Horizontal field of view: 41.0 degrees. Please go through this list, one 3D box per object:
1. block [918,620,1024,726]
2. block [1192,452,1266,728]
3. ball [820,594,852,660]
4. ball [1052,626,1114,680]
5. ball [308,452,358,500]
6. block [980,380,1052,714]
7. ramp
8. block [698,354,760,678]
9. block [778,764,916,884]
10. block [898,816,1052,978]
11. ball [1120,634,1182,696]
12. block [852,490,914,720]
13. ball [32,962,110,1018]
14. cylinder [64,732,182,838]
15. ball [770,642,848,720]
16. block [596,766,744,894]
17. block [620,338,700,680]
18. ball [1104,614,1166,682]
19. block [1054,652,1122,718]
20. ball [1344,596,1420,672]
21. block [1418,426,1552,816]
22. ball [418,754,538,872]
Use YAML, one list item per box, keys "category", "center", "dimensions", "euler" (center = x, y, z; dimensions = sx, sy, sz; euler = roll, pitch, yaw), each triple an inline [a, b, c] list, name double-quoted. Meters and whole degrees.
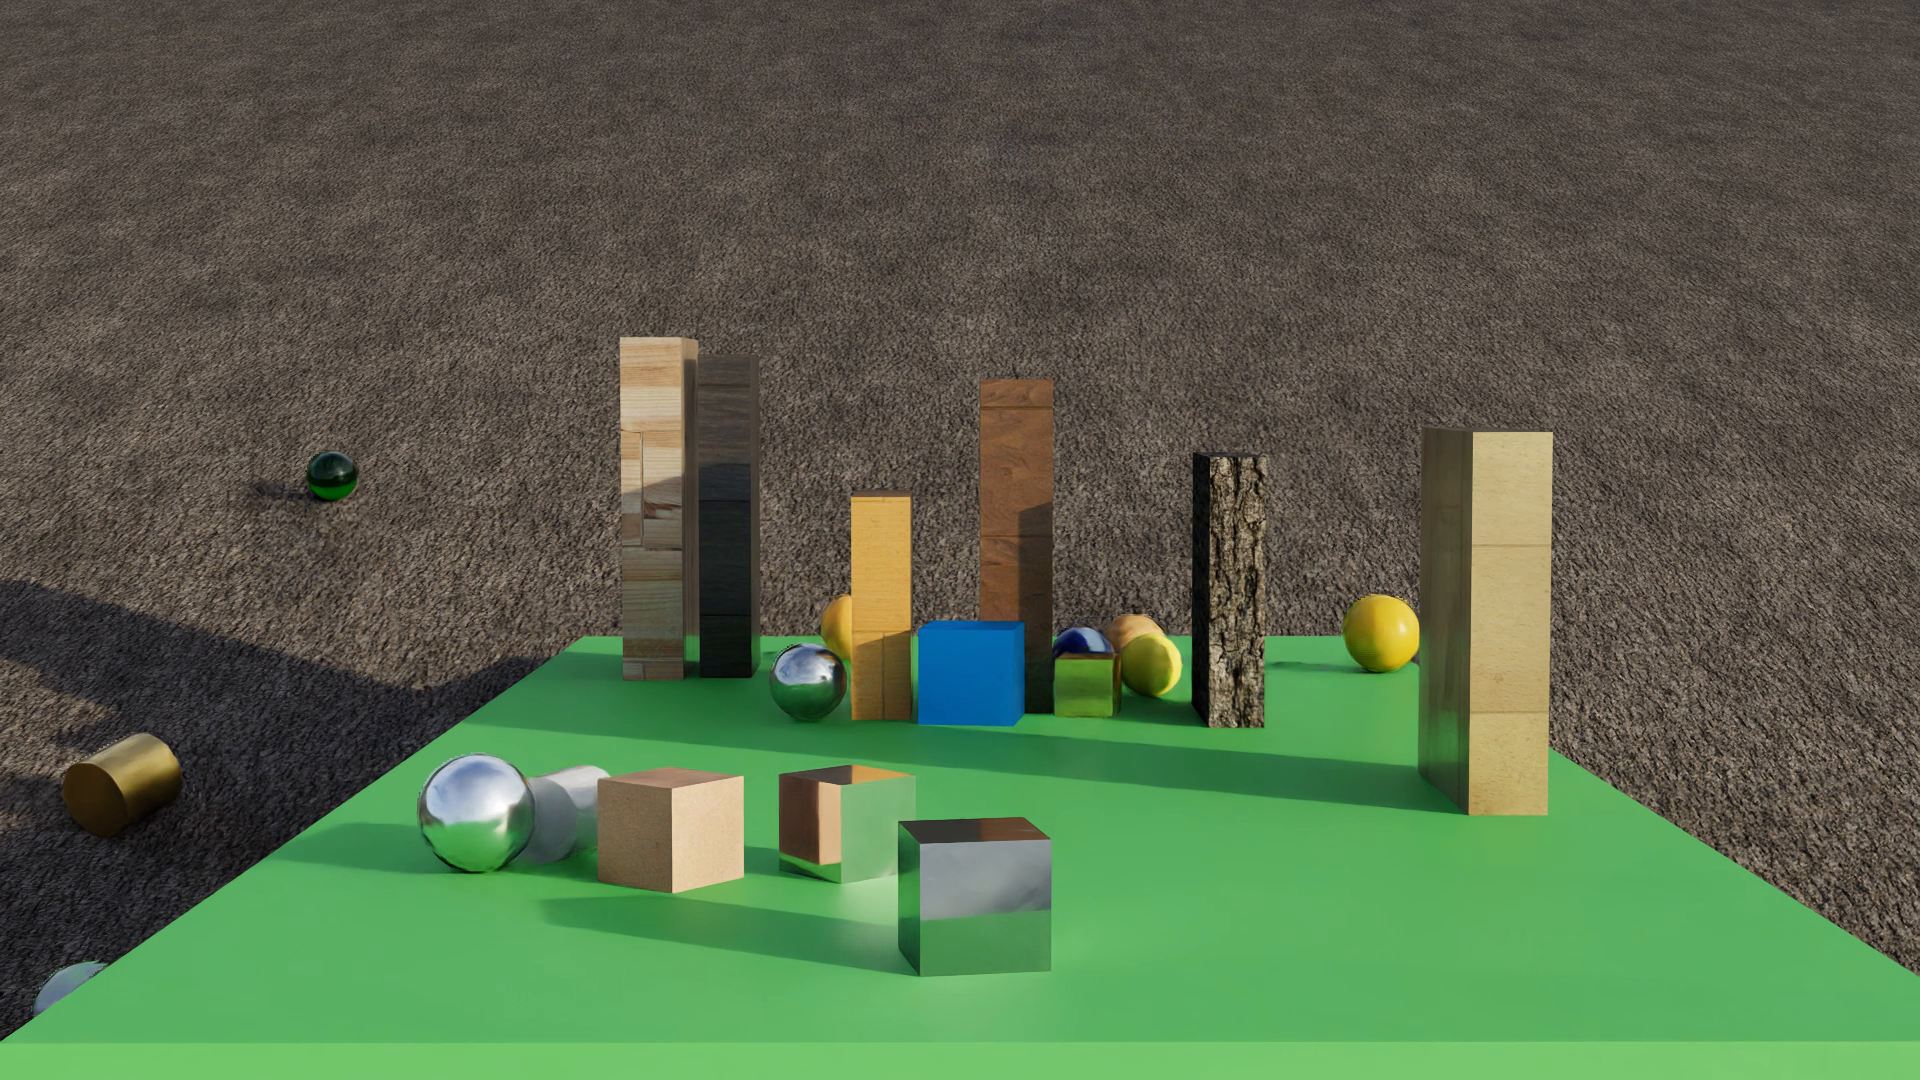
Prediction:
- category: "block"
  center: [0.023, 0.254, 4.933]
  dimensions: [0.181, 0.181, 0.181]
  euler: [0, 4, 8]
- category: "block"
  center: [0.518, 0.088, 4.970]
  dimensions: [0.104, 0.507, 0.347]
  euler: [0, 4, 0]
- category: "ball"
  center: [-0.246, 0.203, 5.956]
  dimensions: [0.155, 0.155, 0.155]
  euler: [0, 20, 0]
- category: "ball"
  center: [0.251, 0.250, 5.306]
  dimensions: [0.142, 0.142, 0.142]
  euler: [0, 20, 0]
- category: "ball"
  center: [-1.907, -0.194, 7.803]
  dimensions: [0.149, 0.149, 0.149]
  euler: [0, 20, 0]
- category: "block"
  center: [0.110, 0.006, 5.130]
  dimensions: [0.140, 0.652, 0.246]
  euler: [0, 4, 0]
- category: "ramp"
  center: [0.047, 0.420, 4.534]
  dimensions: [2.000, 0.100, 4.000]
  euler: [0, 4, 0]
- category: "block"
  center: [-0.514, -0.059, 5.728]
  dimensions: [0.114, 0.707, 0.258]
  euler: [0, 4, 0]
- category: "block"
  center: [-0.150, 0.376, 3.414]
  dimensions: [0.129, 0.129, 0.129]
  euler: [-3, 5, -42]
- category: "block"
  center: [0.015, 0.400, 2.893]
  dimensions: [0.147, 0.147, 0.147]
  euler: [-1, 4, -11]
- category: "ball"
  center: [0.392, 0.258, 5.286]
  dimensions: [0.130, 0.130, 0.130]
  euler: [0, 20, 0]
- category: "block"
  center: [-0.152, 0.122, 5.076]
  dimensions: [0.113, 0.428, 0.312]
  euler: [0, 4, 0]
- category: "ball"
  center: [-1.617, 0.881, 4.761]
  dimensions: [0.195, 0.195, 0.195]
  euler: [0, 20, 0]
- category: "cylinder"
  center: [-1.862, 0.544, 5.714]
  dimensions: [0.178, 0.178, 0.178]
  euler: [9, 22, 24]
- category: "ball"
  center: [-0.291, 0.271, 4.929]
  dimensions: [0.148, 0.148, 0.148]
  euler: [0, 20, 0]
- category: "block"
  center: [-0.378, 0.377, 3.358]
  dimensions: [0.134, 0.134, 0.134]
  euler: [3, 5, 37]
- category: "block"
  center: [-0.667, -0.078, 5.743]
  dimensions: [0.130, 0.743, 0.382]
  euler: [0, 4, 0]
- category: "ball"
  center: [0.372, 0.235, 5.506]
  dimensions: [0.149, 0.149, 0.149]
  euler: [0, 20, 0]
- category: "block"
  center: [0.250, 0.283, 5.018]
  dimensions: [0.113, 0.113, 0.113]
  euler: [1, 4, 12]
- category: "ball"
  center: [0.941, 0.209, 5.725]
  dimensions: [0.171, 0.171, 0.171]
  euler: [0, 20, 0]
- category: "block"
  center: [0.821, 0.113, 4.044]
  dimensions: [0.118, 0.574, 0.424]
  euler: [0, 4, 0]
- category: "ball"
  center: [-0.641, 0.363, 3.414]
  dimensions: [0.156, 0.156, 0.156]
  euler: [0, 20, 0]
